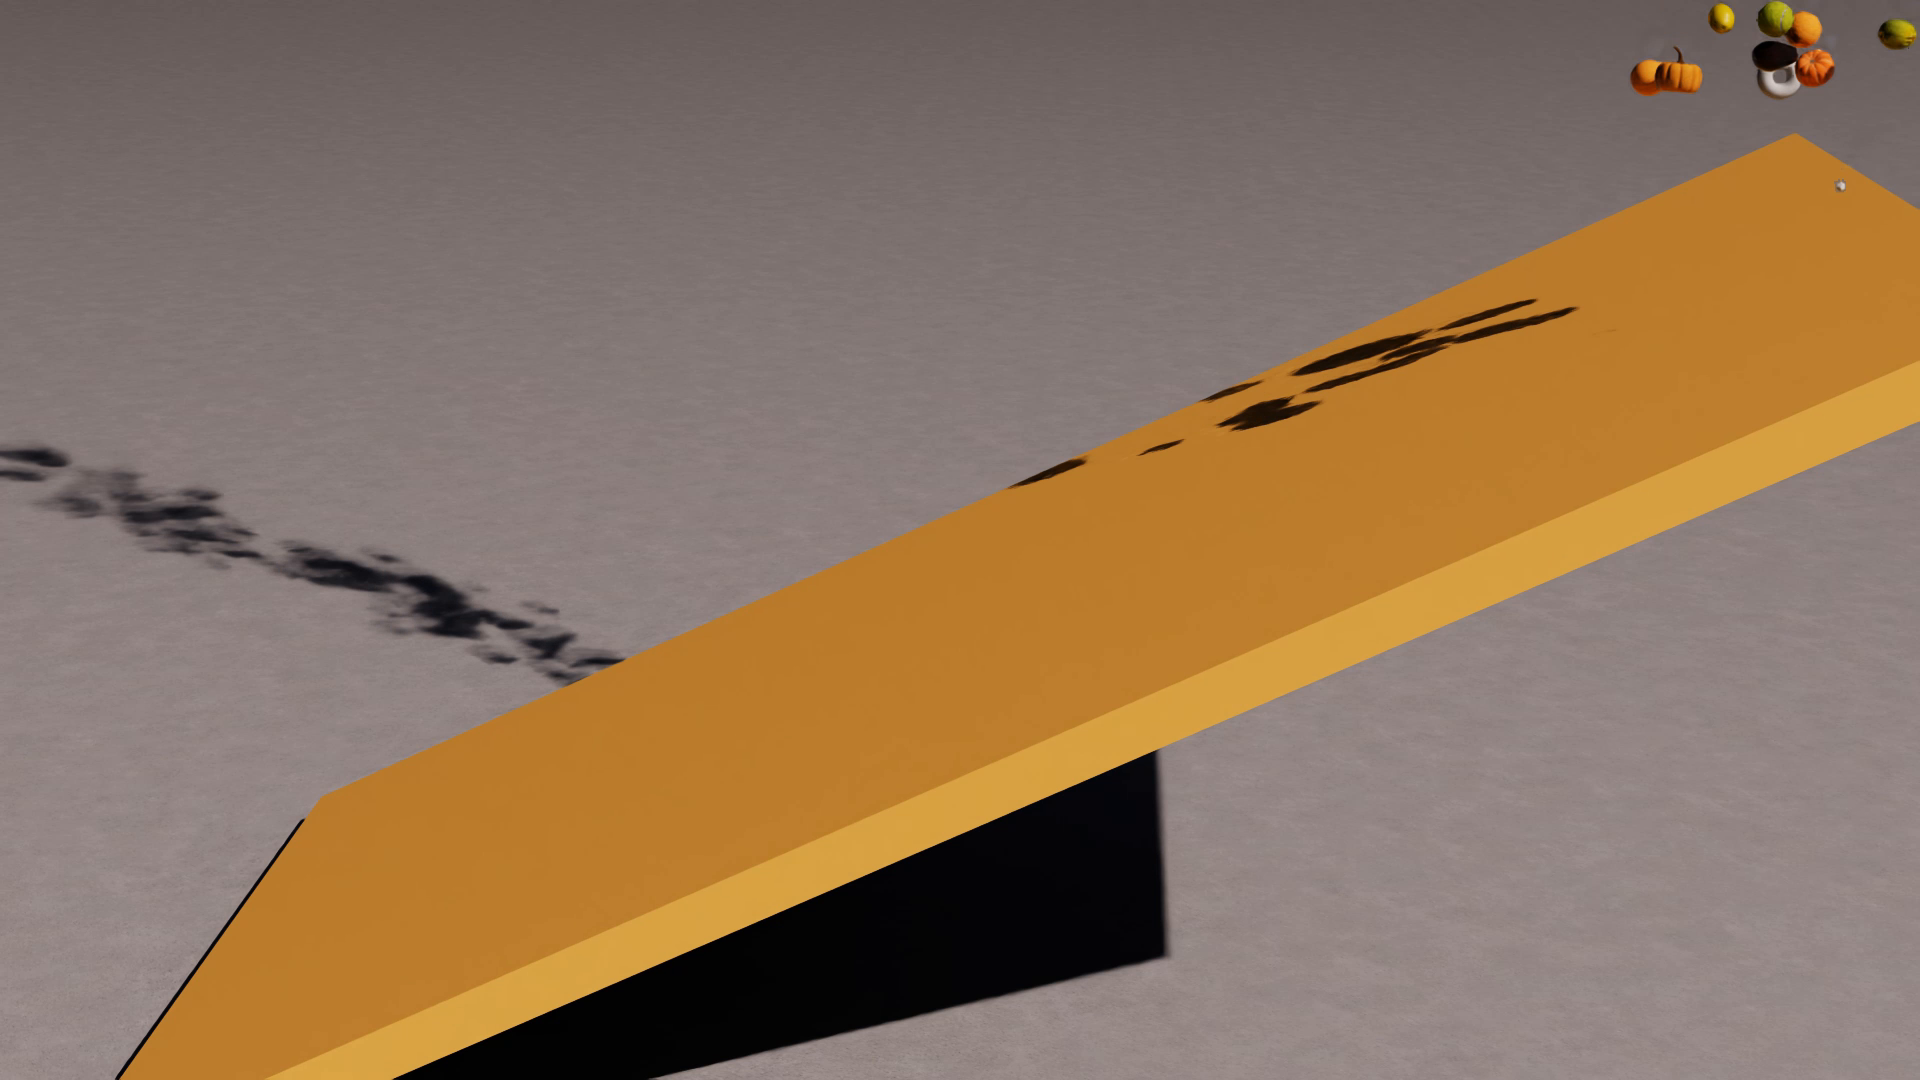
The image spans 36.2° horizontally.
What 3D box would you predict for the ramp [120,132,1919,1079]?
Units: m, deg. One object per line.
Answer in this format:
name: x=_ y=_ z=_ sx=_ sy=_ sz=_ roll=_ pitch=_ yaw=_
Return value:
ramp: x=0.136 y=0.169 z=6.282 sx=4.000 sy=0.100 sz=2.000 roll=-24 pitch=13 yaw=9
